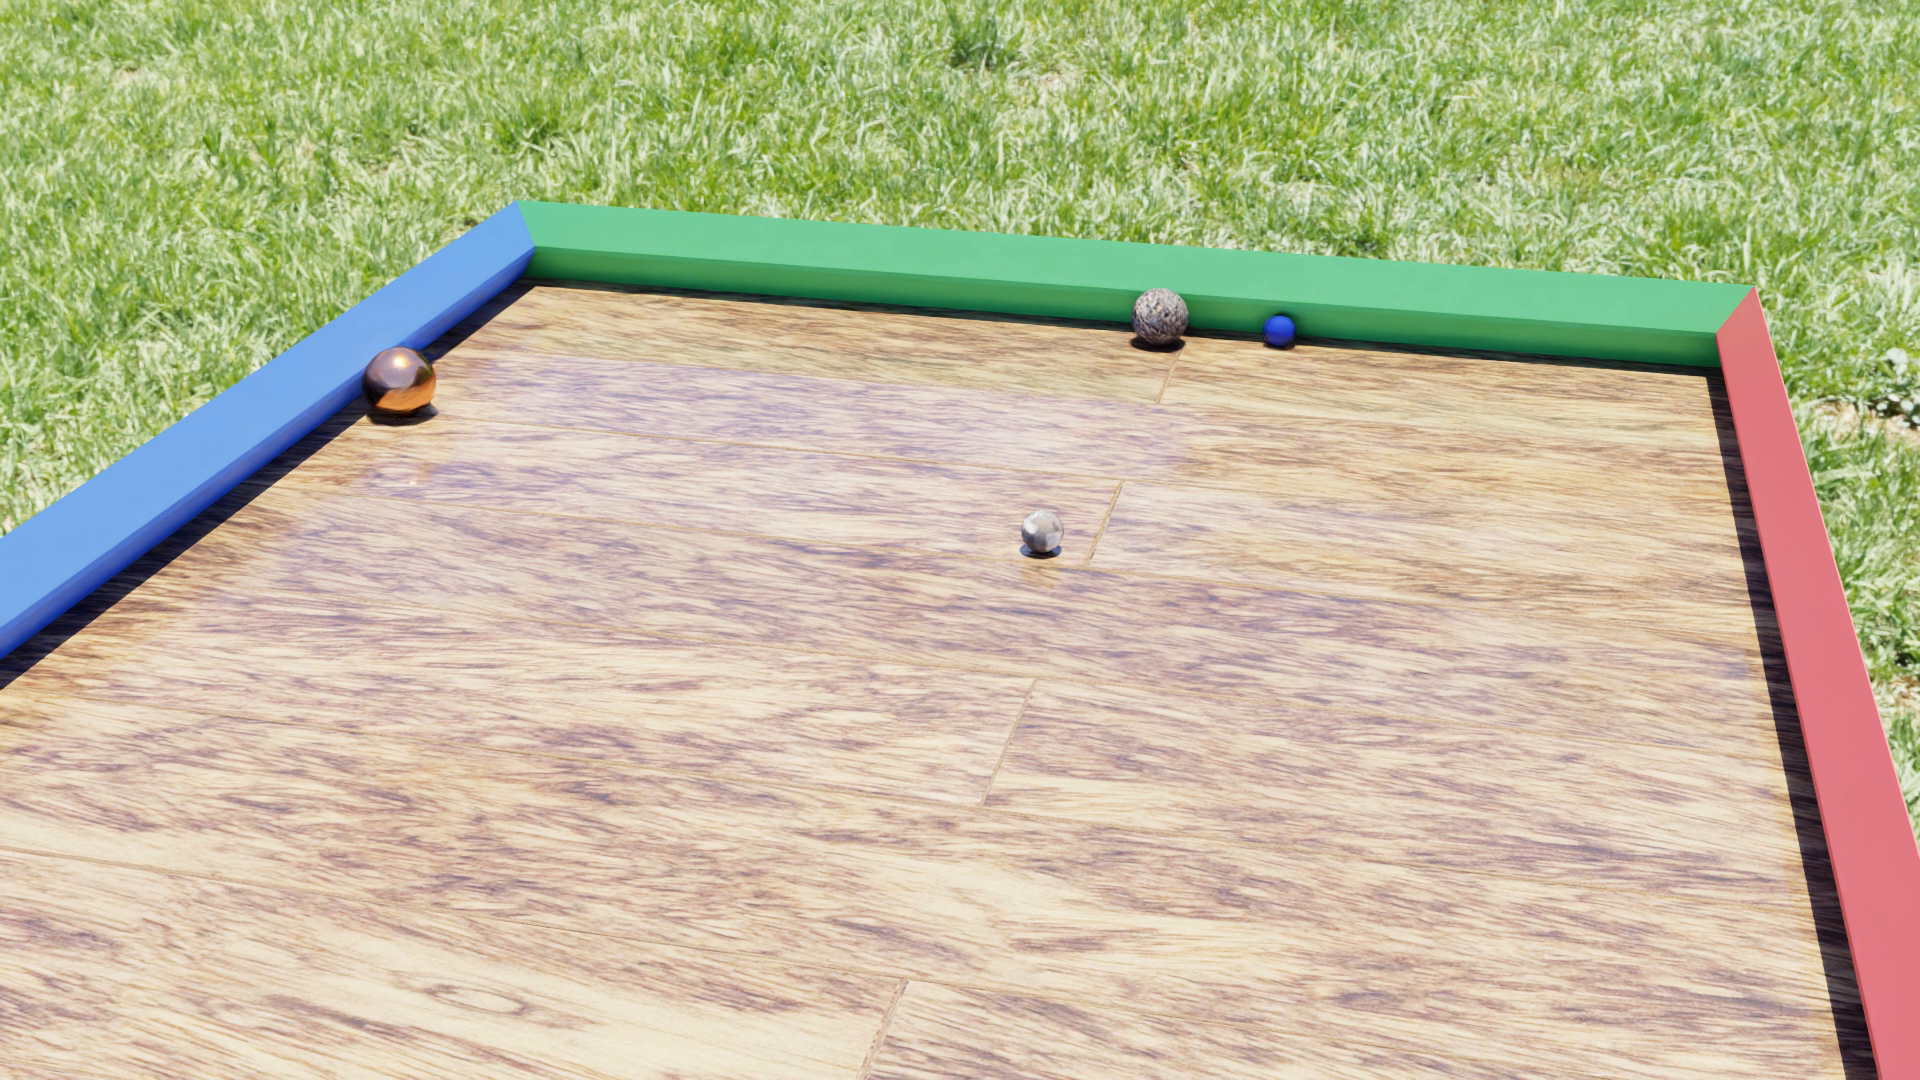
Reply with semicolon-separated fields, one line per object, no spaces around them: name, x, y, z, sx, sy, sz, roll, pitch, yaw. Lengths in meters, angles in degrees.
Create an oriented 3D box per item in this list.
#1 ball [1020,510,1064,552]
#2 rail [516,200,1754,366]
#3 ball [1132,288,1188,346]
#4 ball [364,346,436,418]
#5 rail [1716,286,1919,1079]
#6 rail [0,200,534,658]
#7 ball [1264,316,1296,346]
ball;0.089;-0.010;2.381;0.047;0.047;0.047;0;25;0
rail;0.186;-0.354;3.047;1.736;0.114;0.045;6;25;12
ball;0.272;-0.303;2.983;0.077;0.077;0.077;0;25;0
ball;-0.697;-0.197;2.740;0.088;0.088;0.088;0;25;0
rail;0.630;0.390;1.428;0.045;0.114;3.309;6;25;12
rail;-1.013;0.226;1.784;0.045;0.114;3.309;6;25;12
ball;0.435;-0.283;2.983;0.042;0.042;0.042;0;25;0
